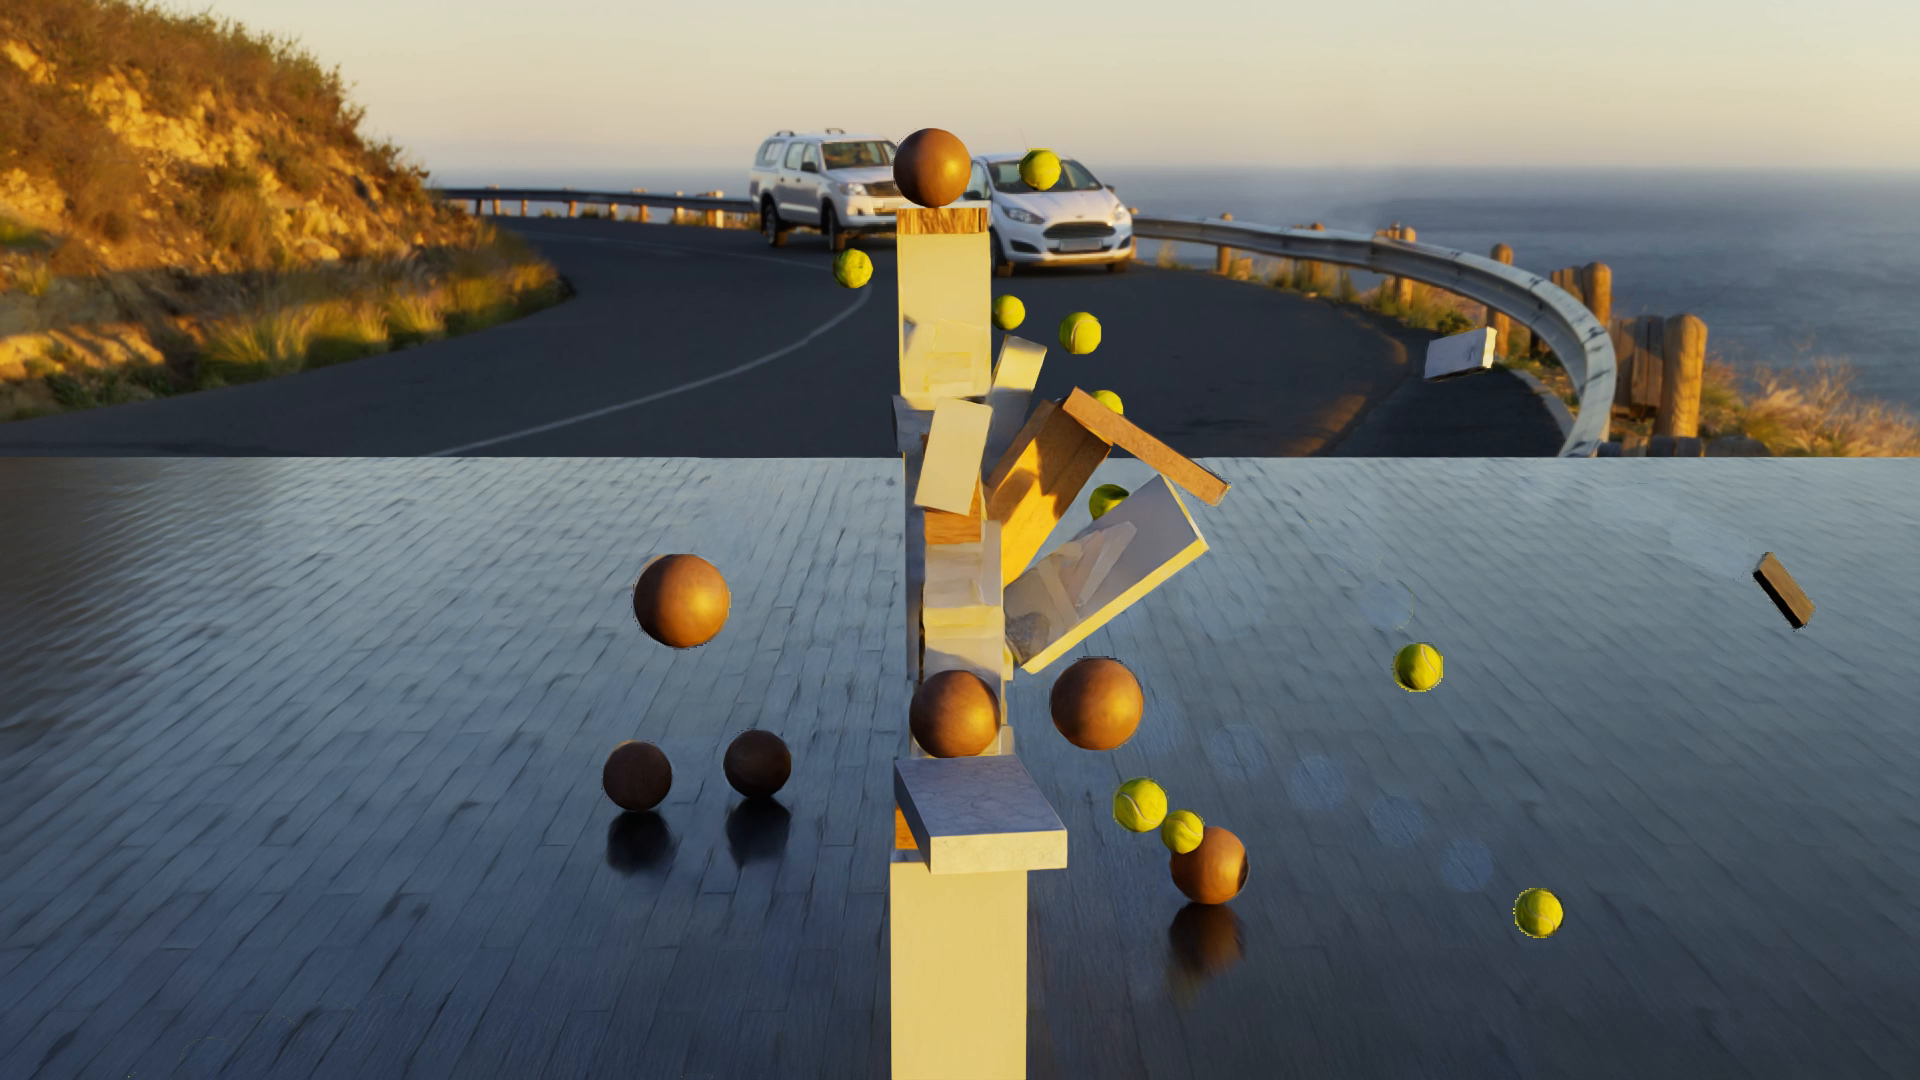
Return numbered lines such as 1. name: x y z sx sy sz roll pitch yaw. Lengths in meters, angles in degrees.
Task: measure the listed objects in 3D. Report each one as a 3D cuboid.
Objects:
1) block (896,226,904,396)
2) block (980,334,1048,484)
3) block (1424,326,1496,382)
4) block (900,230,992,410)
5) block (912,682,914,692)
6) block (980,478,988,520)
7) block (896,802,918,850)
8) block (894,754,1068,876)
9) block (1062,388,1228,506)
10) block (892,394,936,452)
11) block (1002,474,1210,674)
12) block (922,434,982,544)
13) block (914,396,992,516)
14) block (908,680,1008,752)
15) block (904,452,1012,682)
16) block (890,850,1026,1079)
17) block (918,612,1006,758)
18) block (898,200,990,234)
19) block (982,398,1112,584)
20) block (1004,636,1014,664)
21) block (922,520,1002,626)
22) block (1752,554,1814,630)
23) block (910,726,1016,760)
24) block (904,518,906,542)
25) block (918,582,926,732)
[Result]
1. block: -0.035 -0.405 3.888 0.147 0.294 0.042 -1 13 -3
2. block: 0.051 -0.145 3.573 0.068 0.376 0.019 16 6 -19
3. block: 0.829 -0.307 3.649 0.019 0.068 0.136 19 -15 -29
4. block: -0.022 -0.369 3.697 0.147 0.294 0.042 -1 13 0
5. block: -0.001 0.351 4.032 0.168 0.337 0.048 0 10 2
6. block: -0.004 -0.054 3.392 0.082 0.165 0.023 -4 52 4
7. block: -0.002 0.529 3.055 0.172 0.345 0.049 0 11 0
8. block: 0.021 0.357 2.899 0.172 0.049 0.345 -2 11 -9
9. block: 0.294 -0.147 3.459 0.275 0.039 0.138 34 6 8
10. block: -0.023 -0.204 3.755 0.177 0.050 0.355 -1 11 -3
11. block: 0.209 0.053 3.373 0.039 0.337 0.138 36 22 -51
12. block: -0.012 -0.077 3.308 0.082 0.165 0.023 -2 2 4
13. block: -0.009 -0.126 3.278 0.082 0.165 0.023 13 6 2
14. block: -0.002 0.281 3.545 0.152 0.043 0.303 0 10 1
15. block: -0.002 0.038 3.680 0.177 0.393 0.050 0 7 0
16. block: -0.002 0.571 2.830 0.172 0.345 0.049 0 11 0
17. block: 0.004 0.216 3.209 0.115 0.230 0.033 1 -27 4
18. block: -0.025 -0.552 3.756 0.147 0.042 0.294 -1 11 2
19. block: 0.109 -0.076 3.519 0.138 0.275 0.039 34 3 -37
20. block: 0.061 0.148 3.411 0.017 0.060 0.120 -41 7 16
21. block: 0.006 0.048 3.300 0.115 0.033 0.230 -1 33 2
22. block: 1.566 0.098 4.183 0.068 0.136 0.019 -40 1 -44
23. block: 0.005 0.335 3.240 0.153 0.043 0.307 0 11 0
24. block: -0.009 -0.026 3.903 0.177 0.355 0.050 -1 10 0
25. block: -0.002 0.178 3.332 0.115 0.230 0.033 -3 -15 15
